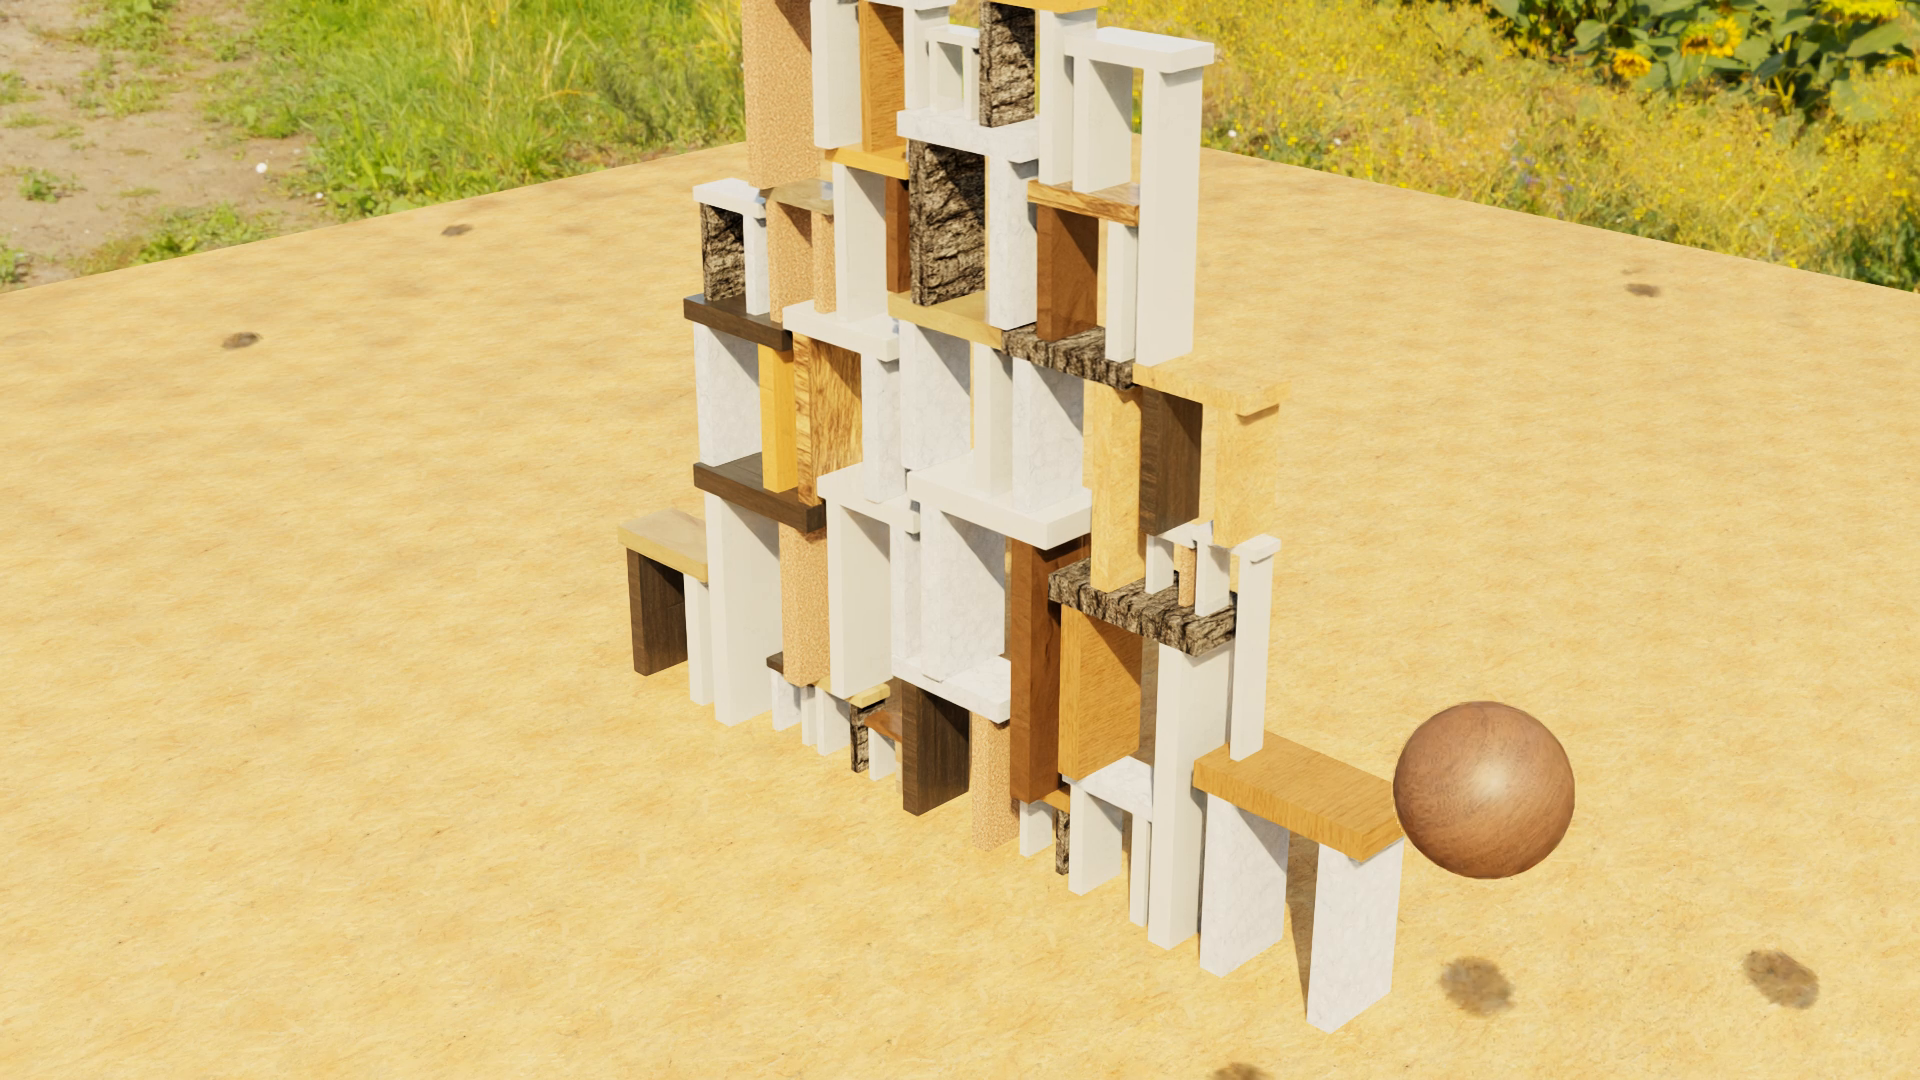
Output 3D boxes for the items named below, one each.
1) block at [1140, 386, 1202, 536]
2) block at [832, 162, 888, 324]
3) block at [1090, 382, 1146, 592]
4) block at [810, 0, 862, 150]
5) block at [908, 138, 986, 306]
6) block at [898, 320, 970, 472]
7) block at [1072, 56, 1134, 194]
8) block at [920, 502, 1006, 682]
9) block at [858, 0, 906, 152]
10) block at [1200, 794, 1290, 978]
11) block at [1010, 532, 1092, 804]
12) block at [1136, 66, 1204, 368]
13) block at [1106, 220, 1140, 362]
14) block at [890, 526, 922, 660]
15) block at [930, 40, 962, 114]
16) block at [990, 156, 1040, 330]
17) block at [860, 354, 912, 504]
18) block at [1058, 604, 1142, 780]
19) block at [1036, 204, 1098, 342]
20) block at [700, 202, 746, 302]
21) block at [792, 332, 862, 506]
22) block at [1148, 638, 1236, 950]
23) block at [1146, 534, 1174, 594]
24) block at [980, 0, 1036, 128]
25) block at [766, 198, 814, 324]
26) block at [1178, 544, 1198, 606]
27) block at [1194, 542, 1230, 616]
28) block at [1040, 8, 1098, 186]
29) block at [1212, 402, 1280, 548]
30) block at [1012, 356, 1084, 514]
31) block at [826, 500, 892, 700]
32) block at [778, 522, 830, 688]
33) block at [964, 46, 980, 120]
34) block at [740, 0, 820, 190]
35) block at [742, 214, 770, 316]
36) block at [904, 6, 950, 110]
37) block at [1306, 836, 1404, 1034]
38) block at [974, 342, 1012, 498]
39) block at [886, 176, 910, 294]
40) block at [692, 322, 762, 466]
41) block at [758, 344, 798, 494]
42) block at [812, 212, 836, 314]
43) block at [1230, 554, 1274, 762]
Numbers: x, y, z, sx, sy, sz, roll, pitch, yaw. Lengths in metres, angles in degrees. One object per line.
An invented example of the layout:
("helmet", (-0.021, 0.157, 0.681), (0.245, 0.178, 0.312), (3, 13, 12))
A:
("block", (0.363, -0.149, 3.768), (0.034, 0.265, 0.120), (21, 31, 41))
("block", (-0.188, -0.574, 4.184), (0.031, 0.307, 0.109), (21, 31, 41))
("block", (0.295, -0.108, 3.853), (0.144, 0.383, 0.041), (-22, 31, -40))
("block", (-0.203, -0.884, 4.060), (0.148, 0.297, 0.042), (-22, 31, -40))
("block", (-0.023, -0.589, 3.996), (0.151, 0.302, 0.043), (-22, 31, -40))
("block", (-0.046, -0.289, 4.155), (0.146, 0.292, 0.041), (-22, 31, -40))
("block", (0.238, -0.699, 3.663), (0.112, 0.223, 0.032), (-22, 31, -40))
("block", (0.006, 0.076, 4.255), (0.051, 0.359, 0.180), (21, 31, 41))
("block", (-0.141, -0.851, 4.015), (0.088, 0.273, 0.025), (-22, 31, -40))
("block", (0.511, 0.585, 3.925), (0.050, 0.356, 0.178), (21, 31, 41))
("block", (0.176, 0.223, 4.134), (0.180, 0.534, 0.051), (-21, 31, -40))
("block", (0.344, -0.534, 3.619), (0.032, 0.492, 0.112), (21, 31, 41))
("block", (0.300, -0.431, 3.711), (0.120, 0.240, 0.034), (-22, 31, -40))
("block", (-0.073, 0.084, 4.343), (0.139, 0.277, 0.039), (-21, 31, -41))
("block", (-0.025, -0.824, 3.890), (0.063, 0.127, 0.018), (-22, 31, -40))
("block", (0.120, -0.534, 3.864), (0.151, 0.302, 0.043), (-22, 31, -40))
("block", (-0.120, -0.232, 4.255), (0.148, 0.295, 0.042), (-21, 31, -40))
("block", (0.260, 0.255, 4.051), (0.172, 0.344, 0.049), (-21, 31, -41))
("block", (0.187, -0.475, 3.815), (0.120, 0.240, 0.034), (-22, 31, -40))
("block", (-0.479, -0.598, 4.491), (0.029, 0.203, 0.101), (22, 31, 40))
("block", (-0.259, -0.257, 4.395), (0.042, 0.358, 0.148), (21, 31, 41))
("block", (0.422, 0.438, 3.953), (0.049, 0.605, 0.172), (21, 31, 41))
("block", (0.351, 0.033, 3.863), (0.016, 0.113, 0.057), (21, 31, 41))
("block", (0.082, -0.825, 3.780), (0.107, 0.214, 0.030), (-22, 31, -40))
("block", (-0.332, -0.561, 4.349), (0.100, 0.247, 0.028), (-22, 31, -40))
("block", (0.405, 0.054, 3.814), (0.016, 0.113, 0.057), (21, 31, 41))
("block", (0.435, 0.057, 3.776), (0.019, 0.136, 0.068), (21, 31, 41))
("block", (0.181, -0.750, 3.700), (0.107, 0.289, 0.030), (-22, 31, -40))
("block", (0.476, -0.118, 3.659), (0.120, 0.239, 0.034), (-22, 31, -40))
("block", (0.159, -0.205, 3.959), (0.144, 0.288, 0.041), (-22, 31, -40))
("block", (-0.204, 0.104, 4.494), (0.139, 0.433, 0.039), (-21, 31, -41))
("block", (-0.286, 0.110, 4.577), (0.180, 0.359, 0.051), (-21, 31, -40))
("block", (0.035, -0.801, 3.835), (0.063, 0.127, 0.018), (-22, 31, -40))
("block", (-0.343, -0.887, 4.209), (0.042, 0.407, 0.148), (21, 31, 41))
("block", (-0.383, -0.560, 4.404), (0.029, 0.203, 0.101), (22, 32, 40))
("block", (-0.059, -0.863, 3.920), (0.088, 0.176, 0.025), (-22, 31, -40))
("block", (0.679, 0.651, 3.770), (0.050, 0.356, 0.178), (21, 31, 41))
("block", (0.091, -0.236, 4.029), (0.146, 0.292, 0.041), (-22, 31, -40))
("block", (-0.087, -0.575, 4.071), (0.031, 0.218, 0.109), (22, 32, 40))
("block", (-0.478, -0.322, 4.607), (0.044, 0.309, 0.154), (22, 31, 40))
("block", (-0.332, -0.264, 4.474), (0.044, 0.309, 0.154), (22, 31, 40))
("block", (-0.238, -0.546, 4.255), (0.028, 0.200, 0.100), (21, 31, 40))
("block", (0.499, 0.197, 3.766), (0.019, 0.383, 0.068), (21, 31, 41))
